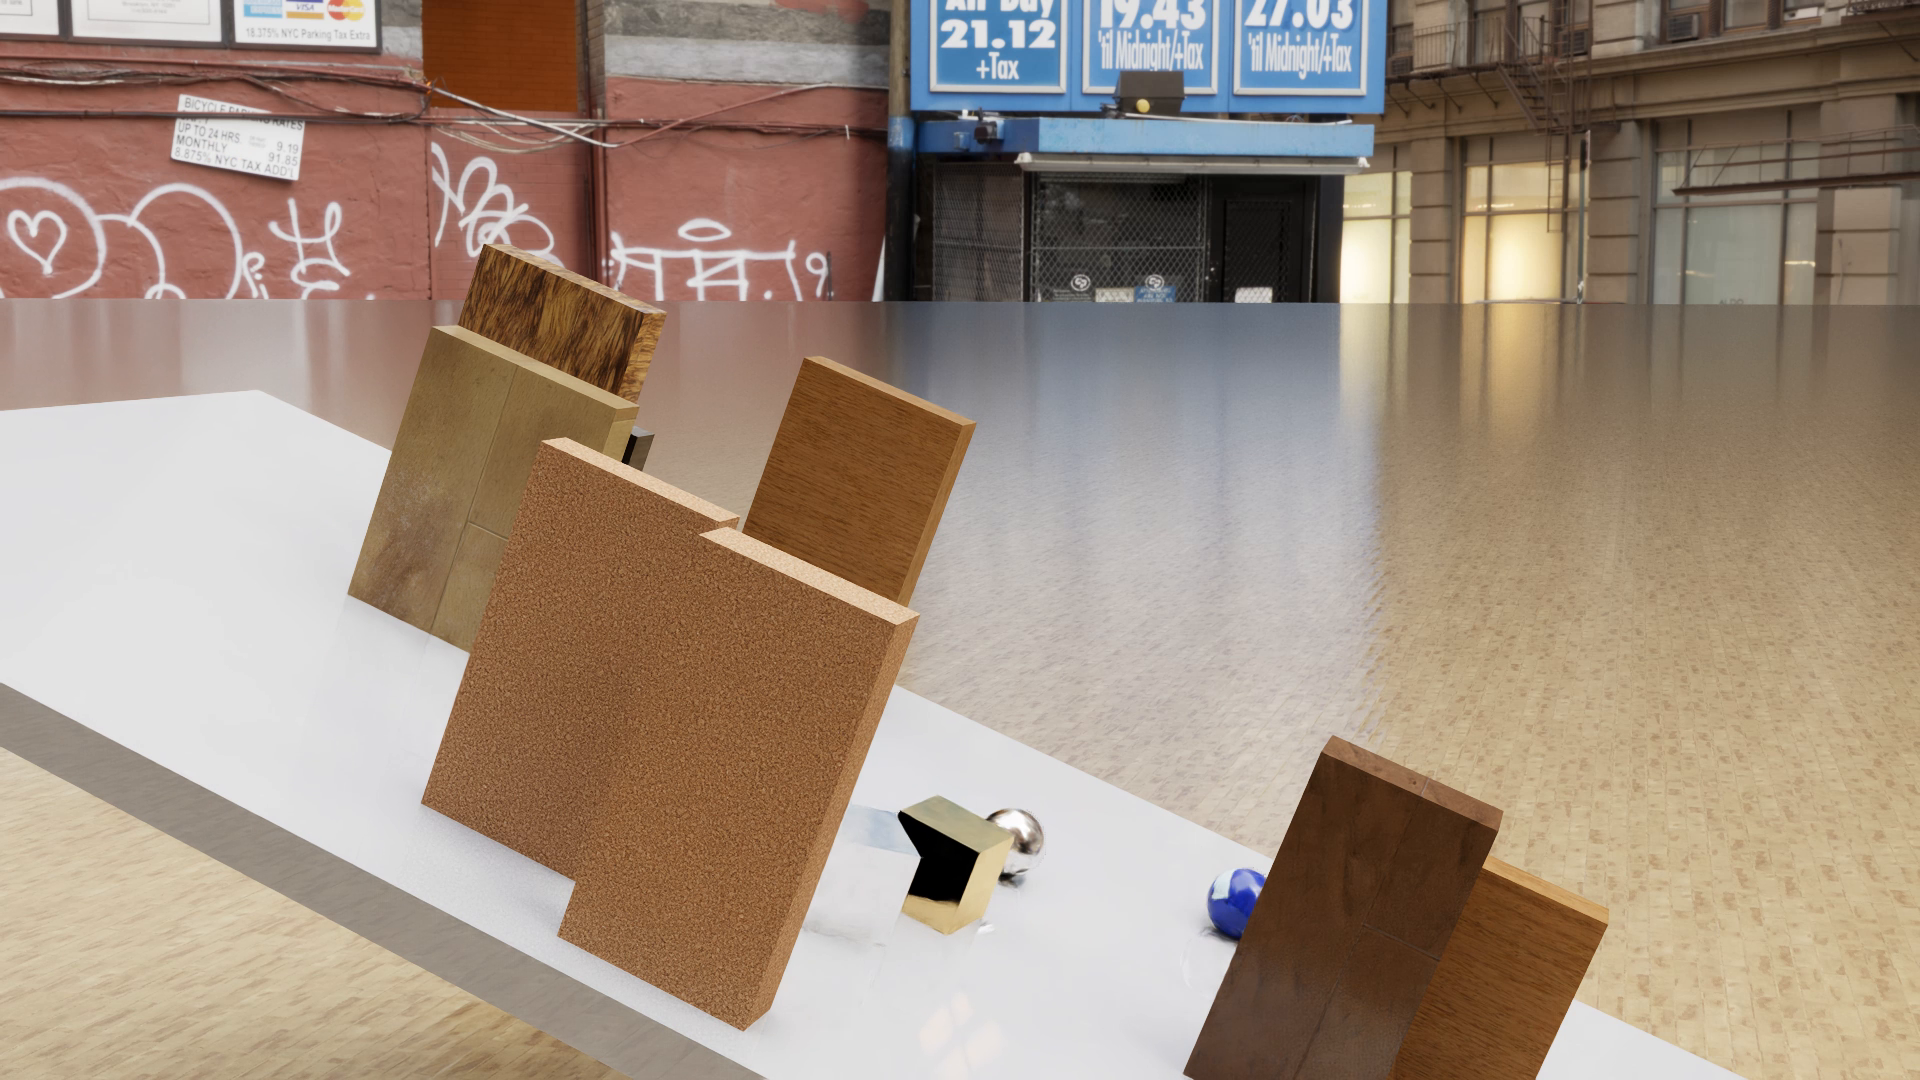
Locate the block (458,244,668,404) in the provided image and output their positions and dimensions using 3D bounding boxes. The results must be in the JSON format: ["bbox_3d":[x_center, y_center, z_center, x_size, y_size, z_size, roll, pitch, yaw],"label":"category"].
[{"bbox_3d":[-0.925,-0.222,4.661,0.392,0.711,0.108,24,13,13],"label":"block"}]

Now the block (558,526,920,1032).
[{"bbox_3d":[-0.335,0.355,3.282,0.327,0.669,0.107,24,13,13],"label":"block"}]

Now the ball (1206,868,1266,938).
[{"bbox_3d":[0.561,0.724,4.386,0.140,0.140,0.140,0,7,0],"label":"ball"}]

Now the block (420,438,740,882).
[{"bbox_3d":[-0.617,0.198,3.545,0.326,0.646,0.083,24,13,13],"label":"block"}]

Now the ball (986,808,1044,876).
[{"bbox_3d":[0.098,0.584,4.254,0.132,0.132,0.132,0,7,0],"label":"ball"}]

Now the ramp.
[{"bbox_3d":[-0.316,0.565,4.200,4.000,0.100,2.000,24,13,13],"label":"ramp"}]

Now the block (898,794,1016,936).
[{"bbox_3d":[-0.032,0.584,3.963,0.167,0.167,0.167,26,13,20],"label":"block"}]

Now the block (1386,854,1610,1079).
[{"bbox_3d":[0.848,0.784,3.803,0.365,0.483,0.095,24,13,13],"label":"block"}]

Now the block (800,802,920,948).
[{"bbox_3d":[-0.198,0.564,3.765,0.174,0.174,0.174,16,14,-22],"label":"block"}]

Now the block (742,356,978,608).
[{"bbox_3d":[-0.271,-0.021,4.935,0.394,0.681,0.108,24,13,13],"label":"block"}]

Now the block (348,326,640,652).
[{"bbox_3d":[-0.928,-0.077,4.358,0.424,0.576,0.102,24,13,13],"label":"block"}]

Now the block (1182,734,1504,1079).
[{"bbox_3d":[0.634,0.671,3.652,0.303,0.607,0.139,24,13,13],"label":"block"}]

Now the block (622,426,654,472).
[{"bbox_3d":[-0.922,-0.106,4.830,0.386,0.429,0.087,24,13,13],"label":"block"}]
